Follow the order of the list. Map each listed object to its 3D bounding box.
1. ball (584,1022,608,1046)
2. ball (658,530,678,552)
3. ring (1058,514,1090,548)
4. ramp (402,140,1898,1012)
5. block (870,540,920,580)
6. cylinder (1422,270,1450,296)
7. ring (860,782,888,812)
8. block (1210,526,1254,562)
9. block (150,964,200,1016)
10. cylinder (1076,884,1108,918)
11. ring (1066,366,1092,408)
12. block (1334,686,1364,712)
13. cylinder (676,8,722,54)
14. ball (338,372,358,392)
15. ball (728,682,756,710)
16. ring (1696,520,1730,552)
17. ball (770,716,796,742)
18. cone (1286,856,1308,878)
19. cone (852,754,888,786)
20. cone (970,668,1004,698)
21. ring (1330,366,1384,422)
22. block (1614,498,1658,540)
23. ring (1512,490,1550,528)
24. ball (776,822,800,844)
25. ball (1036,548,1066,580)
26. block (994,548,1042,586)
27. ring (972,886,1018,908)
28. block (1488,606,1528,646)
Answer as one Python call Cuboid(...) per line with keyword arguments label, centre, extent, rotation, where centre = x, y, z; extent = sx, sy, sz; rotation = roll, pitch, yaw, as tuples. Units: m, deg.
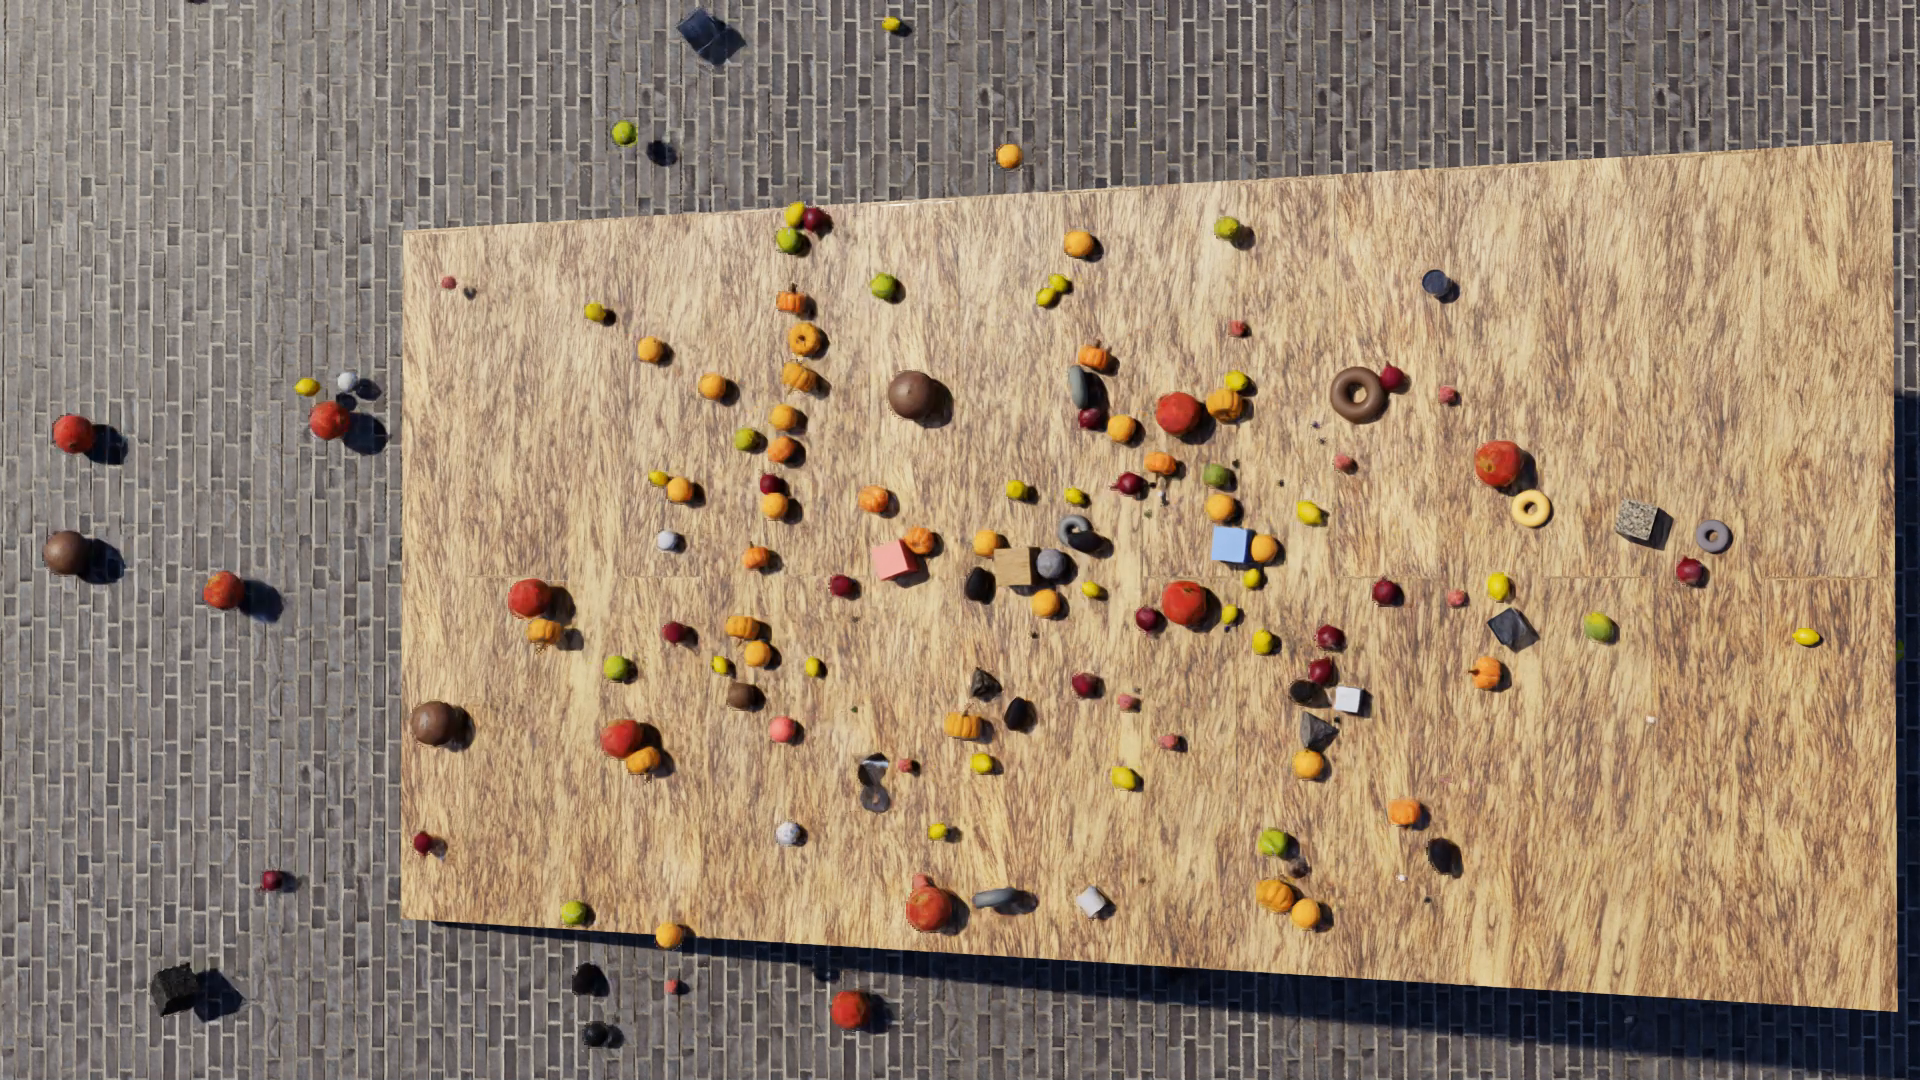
Cuboid(label="ball", centre=(-1.064, 1.447, 6.433), extent=(0.070, 0.070, 0.070), rotation=(0, 89, 0))
Cuboid(label="ball", centre=(-0.806, 0.001, 6.071), extent=(0.060, 0.060, 0.060), rotation=(0, 89, 0))
Cuboid(label="ring", centre=(0.294, -0.024, 5.696), extent=(0.089, 0.030, 0.089), rotation=(0, 90, 19))
Cuboid(label="ramp", centre=(0.280, 0.090, 5.768), extent=(4.000, 0.100, 2.000), rotation=(0, 89, 20))
Cuboid(label="block", centre=(-0.173, 0.052, 5.832), extent=(0.085, 0.085, 0.085), rotation=(-21, 82, 18))
Cuboid(label="cylinder", centre=(1.164, -0.628, 5.377), extent=(0.060, 0.060, 0.060), rotation=(0, 89, 20))
Cuboid(label="ring", centre=(-0.229, 0.688, 5.874), extent=(0.080, 0.027, 0.080), rotation=(-1, 86, 18))
Cuboid(label="block", centre=(0.685, 0.012, 5.527), extent=(0.084, 0.084, 0.084), rotation=(6, 91, 20))
Cuboid(label="block", centre=(-2.280, 1.306, 6.387), extent=(0.097, 0.097, 0.097), rotation=(57, 134, 24))
Cuboid(label="cylinder", centre=(0.338, 0.929, 5.649), extent=(0.060, 0.060, 0.060), rotation=(-39, 76, 0))
Cuboid(label="ring", centre=(0.307, -0.394, 5.652), extent=(0.038, 0.115, 0.115), rotation=(-18, 89, 18))
Cuboid(label="block", centre=(0.962, 0.393, 5.437), extent=(0.057, 0.057, 0.057), rotation=(7, 92, 20))
Cuboid(label="cylinder", centre=(-0.767, -1.496, 6.459), extent=(0.096, 0.096, 0.096), rotation=(-40, 89, -1))
Cuboid(label="ball", centre=(-1.793, -0.463, 6.445), extent=(0.059, 0.059, 0.059), rotation=(0, 89, 0))
Cuboid(label="ball", centre=(-0.595, 0.423, 5.982), extent=(0.075, 0.075, 0.075), rotation=(0, 89, 0))
Cuboid(label="ring", centre=(1.770, -0.010, 5.171), extent=(0.078, 0.026, 0.078), rotation=(0, 90, 23))
Cuboid(label="ball", centre=(-0.480, 0.512, 5.942), extent=(0.070, 0.070, 0.070), rotation=(0, 89, 0))
Cuboid(label="cone", centre=(0.833, 0.819, 5.477), extent=(0.058, 0.058, 0.058), rotation=(0, 89, 20))
Cuboid(label="cone", centre=(-0.261, 0.593, 5.878), extent=(0.096, 0.096, 0.096), rotation=(29, 89, 45))
Cuboid(label="cone", centre=(0.077, 0.382, 5.763), extent=(0.083, 0.083, 0.083), rotation=(13, 89, -7))
Cuboid(label="ring", centre=(0.983, -0.362, 5.447), extent=(0.137, 0.046, 0.137), rotation=(0, 90, 19))
Cuboid(label="block", centre=(1.600, -0.049, 5.203), extent=(0.082, 0.082, 0.082), rotation=(17, 95, 19))
Cuboid(label="ring", centre=(1.379, -0.076, 5.309), extent=(0.092, 0.031, 0.092), rotation=(1, 94, 20))
Cuboid(label="ball", centre=(-0.464, 0.791, 5.937), extent=(0.063, 0.063, 0.063), rotation=(0, 89, 0))
Cuboid(label="ball", centre=(0.236, 0.062, 5.688), extent=(0.081, 0.081, 0.081), rotation=(0, 89, 0))
Cuboid(label="block", centre=(0.150, 0.070, 5.710), extent=(0.096, 0.096, 0.096), rotation=(-4, 88, 20))
Cuboid(label="ring", centre=(0.092, 0.926, 5.694), extent=(0.122, 0.122, 0.041), rotation=(-10, 80, 0))
Cuboid(label="block", centre=(1.322, 0.207, 5.306), extent=(0.068, 0.068, 0.068), rotation=(-34, 78, 16))
